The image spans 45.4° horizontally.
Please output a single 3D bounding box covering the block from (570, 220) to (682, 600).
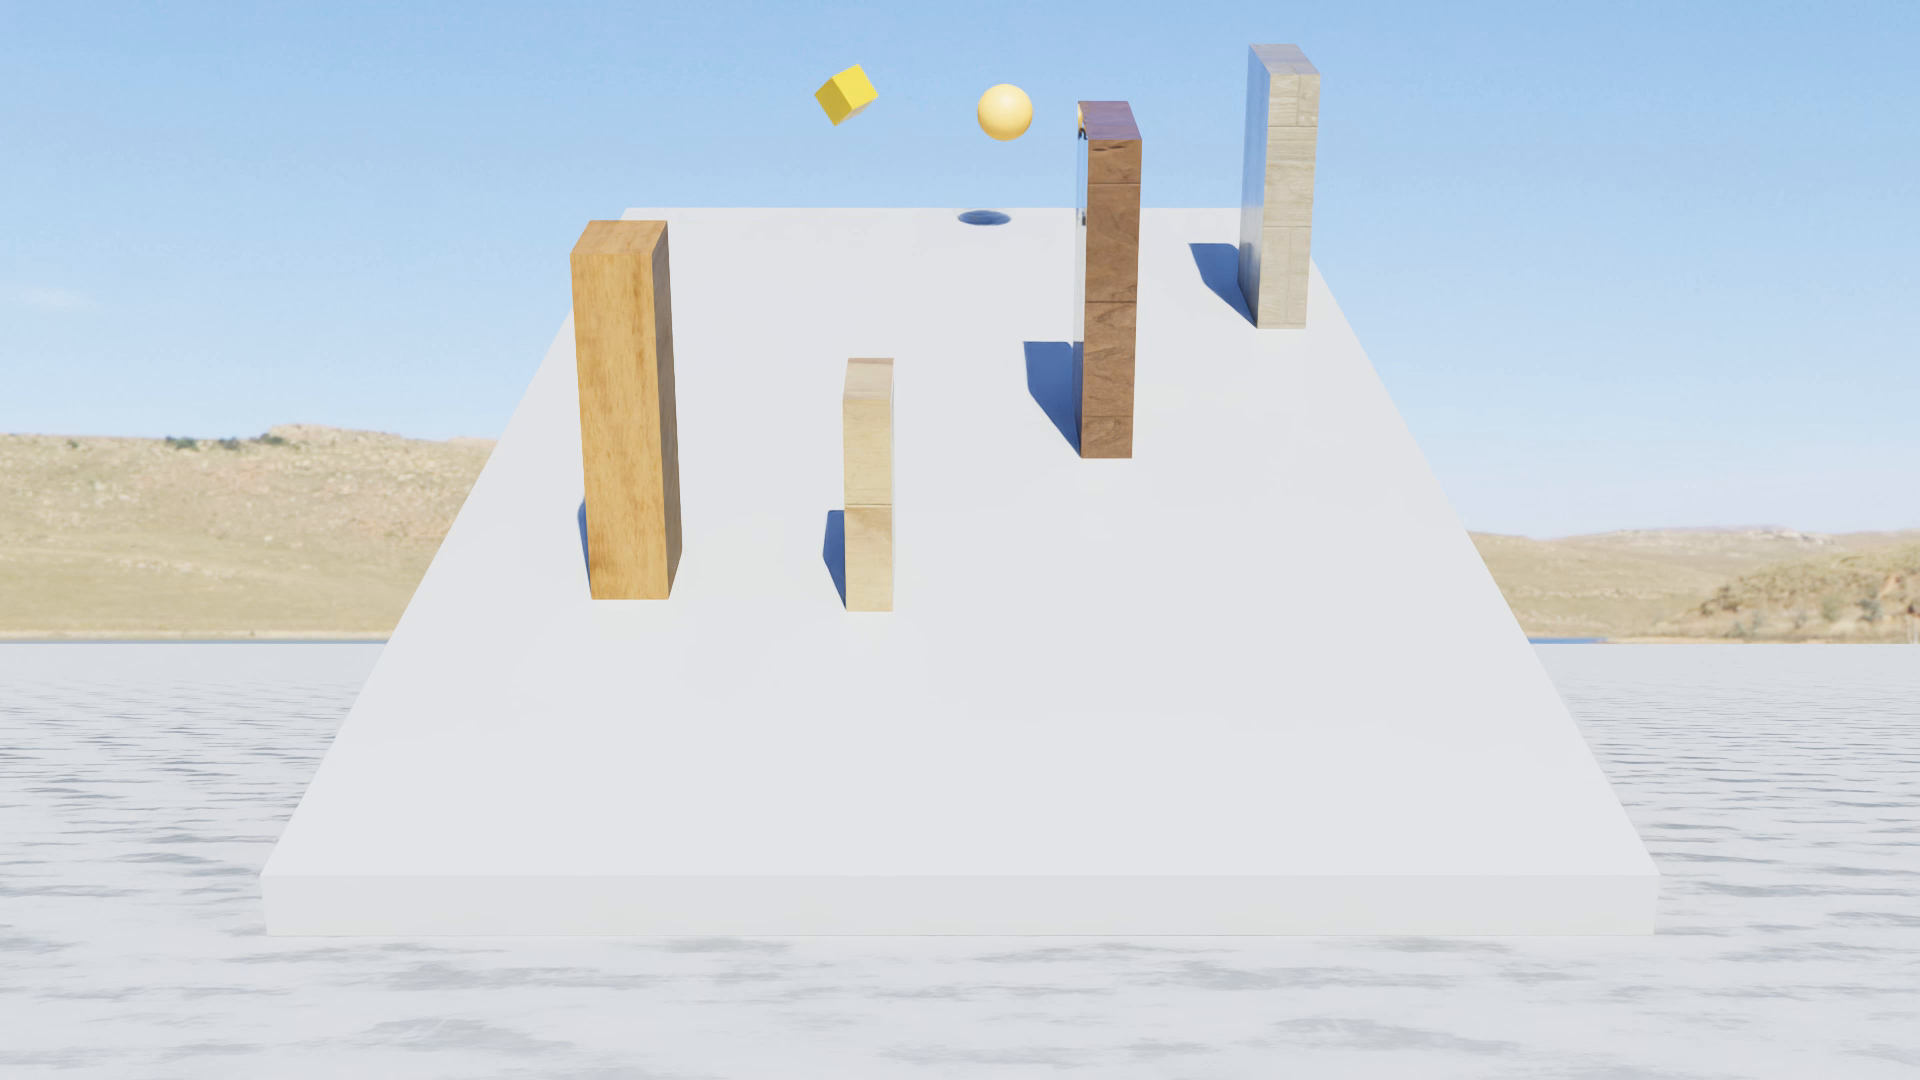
[{"bbox_3d":[-0.603,-0.236,4.184,0.141,0.648,0.240,0,22,0],"label":"block"}]

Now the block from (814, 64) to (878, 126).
[{"bbox_3d":[-0.338,-1.324,6.831,0.114,0.114,0.114,-35,3,-36],"label":"block"}]

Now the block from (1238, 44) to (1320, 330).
[{"bbox_3d":[0.812,-0.912,5.882,0.122,0.641,0.435,0,22,0],"label":"block"}]

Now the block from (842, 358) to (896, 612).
[{"bbox_3d":[-0.164,-0.103,4.181,0.084,0.404,0.243,0,22,0],"label":"block"}]

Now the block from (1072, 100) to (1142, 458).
[{"bbox_3d":[0.313,-0.567,4.960,0.109,0.687,0.403,0,22,0],"label":"block"}]

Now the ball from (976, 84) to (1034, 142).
[{"bbox_3d":[0.127,-1.211,6.504,0.160,0.160,0.160,0,-2,0],"label":"ball"}]

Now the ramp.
[{"bbox_3d":[-0.006,-0.220,5.150,2.000,0.100,4.000,0,22,0],"label":"ramp"}]
